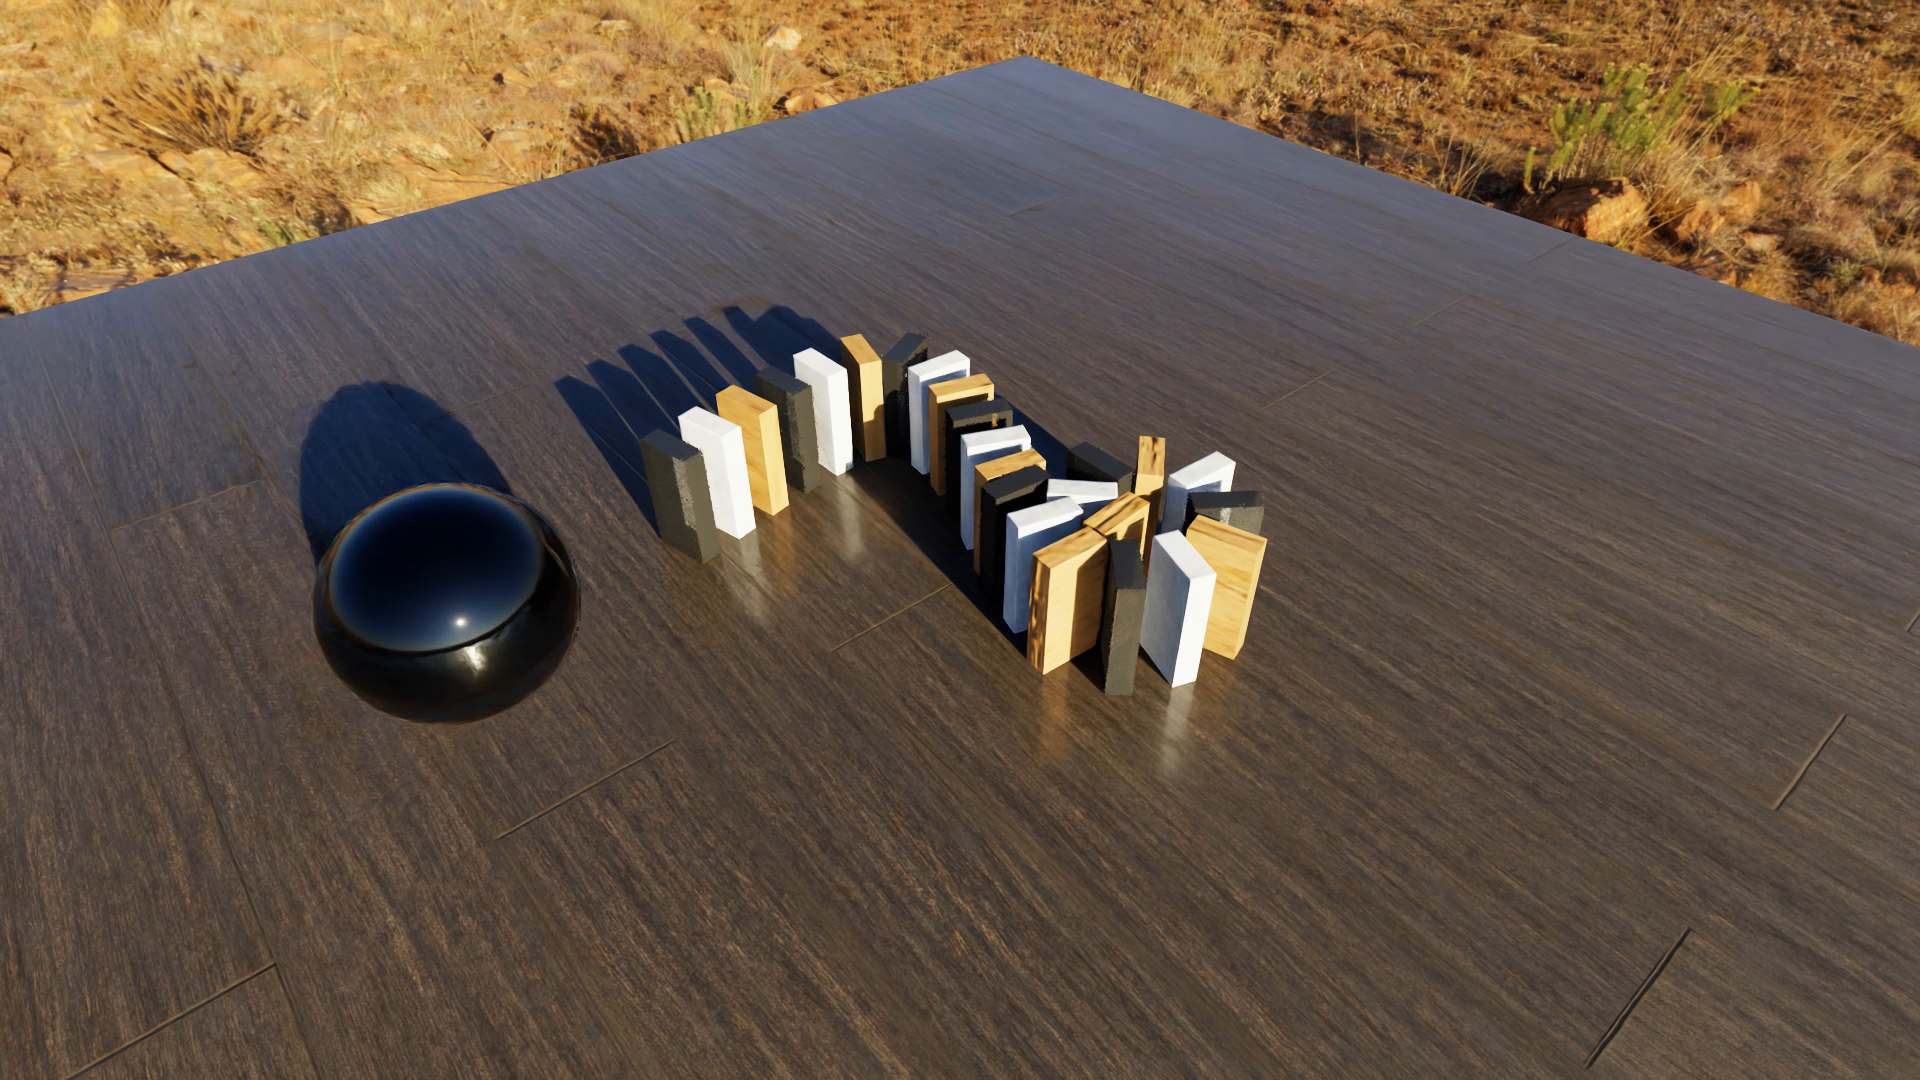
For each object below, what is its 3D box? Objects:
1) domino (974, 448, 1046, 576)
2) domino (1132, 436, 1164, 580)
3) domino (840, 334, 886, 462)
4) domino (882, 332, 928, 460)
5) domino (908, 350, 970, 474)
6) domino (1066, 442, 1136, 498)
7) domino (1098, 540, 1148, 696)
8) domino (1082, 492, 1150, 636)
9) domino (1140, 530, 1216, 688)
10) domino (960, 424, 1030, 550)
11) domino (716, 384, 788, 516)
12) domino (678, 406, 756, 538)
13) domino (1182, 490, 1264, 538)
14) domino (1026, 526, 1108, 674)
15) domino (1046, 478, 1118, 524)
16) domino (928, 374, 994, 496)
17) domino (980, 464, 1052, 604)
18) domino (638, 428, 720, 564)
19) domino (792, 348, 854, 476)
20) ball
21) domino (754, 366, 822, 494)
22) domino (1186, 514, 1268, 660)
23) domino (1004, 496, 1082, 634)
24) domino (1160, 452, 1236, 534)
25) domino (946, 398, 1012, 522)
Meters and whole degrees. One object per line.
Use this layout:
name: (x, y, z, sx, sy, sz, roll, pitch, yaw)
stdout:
domino: (0.019, -0.009, 0.422, 0.025, 0.050, 0.009, -19, 43, -21)
domino: (0.072, -0.012, 0.426, 0.010, 0.050, 0.025, 6, 40, 7)
domino: (-0.043, -0.063, 0.488, 0.010, 0.050, 0.025, -16, 42, -19)
domino: (-0.024, -0.064, 0.489, 0.009, 0.050, 0.025, 15, 42, 18)
domino: (-0.009, -0.055, 0.479, 0.025, 0.050, 0.010, -25, 45, -27)
domino: (0.052, -0.010, 0.424, 0.010, 0.050, 0.025, -30, 48, -31)
domino: (0.055, 0.027, 0.378, 0.010, 0.050, 0.025, 0, 39, 0)
domino: (0.055, 0.010, 0.400, 0.025, 0.050, 0.010, -32, 49, -33)
domino: (0.075, 0.024, 0.382, 0.010, 0.050, 0.025, -14, 41, -16)
domino: (0.014, -0.020, 0.436, 0.025, 0.050, 0.010, -10, 40, -12)
domino: (-0.086, -0.037, 0.457, 0.025, 0.050, 0.009, 26, 46, 28)
domino: (-0.098, -0.027, 0.444, 0.025, 0.050, 0.009, 25, 45, 27)
domino: (0.094, 0.005, 0.405, 0.025, 0.050, 0.009, -2, 39, -3)
domino: (0.037, 0.022, 0.385, 0.025, 0.050, 0.010, -25, 45, -27)
domino: (0.044, 0.001, 0.411, 0.025, 0.050, 0.009, 4, 39, 5)
domino: (0.000, -0.044, 0.465, 0.025, 0.050, 0.010, -15, 42, -18)
domino: (0.021, -0.002, 0.414, 0.025, 0.050, 0.010, -23, 44, -25)
domino: (-0.110, -0.017, 0.432, 0.025, 0.050, 0.009, 25, 46, 28)
domino: (-0.059, -0.056, 0.479, 0.009, 0.050, 0.025, -30, 48, -31)
ball: (-0.168, 0.021, 0.363, 0.080, 0.080, 0.080, 0, 39, 0)
domino: (-0.073, -0.047, 0.468, 0.025, 0.050, 0.009, 29, 48, 31)
domino: (0.091, 0.017, 0.390, 0.025, 0.050, 0.009, 22, 44, 25)
domino: (0.030, 0.010, 0.400, 0.025, 0.050, 0.010, -16, 42, -19)
domino: (0.089, -0.007, 0.420, 0.025, 0.050, 0.009, -26, 46, -28)
domino: (0.008, -0.032, 0.451, 0.025, 0.050, 0.009, -13, 41, -15)
